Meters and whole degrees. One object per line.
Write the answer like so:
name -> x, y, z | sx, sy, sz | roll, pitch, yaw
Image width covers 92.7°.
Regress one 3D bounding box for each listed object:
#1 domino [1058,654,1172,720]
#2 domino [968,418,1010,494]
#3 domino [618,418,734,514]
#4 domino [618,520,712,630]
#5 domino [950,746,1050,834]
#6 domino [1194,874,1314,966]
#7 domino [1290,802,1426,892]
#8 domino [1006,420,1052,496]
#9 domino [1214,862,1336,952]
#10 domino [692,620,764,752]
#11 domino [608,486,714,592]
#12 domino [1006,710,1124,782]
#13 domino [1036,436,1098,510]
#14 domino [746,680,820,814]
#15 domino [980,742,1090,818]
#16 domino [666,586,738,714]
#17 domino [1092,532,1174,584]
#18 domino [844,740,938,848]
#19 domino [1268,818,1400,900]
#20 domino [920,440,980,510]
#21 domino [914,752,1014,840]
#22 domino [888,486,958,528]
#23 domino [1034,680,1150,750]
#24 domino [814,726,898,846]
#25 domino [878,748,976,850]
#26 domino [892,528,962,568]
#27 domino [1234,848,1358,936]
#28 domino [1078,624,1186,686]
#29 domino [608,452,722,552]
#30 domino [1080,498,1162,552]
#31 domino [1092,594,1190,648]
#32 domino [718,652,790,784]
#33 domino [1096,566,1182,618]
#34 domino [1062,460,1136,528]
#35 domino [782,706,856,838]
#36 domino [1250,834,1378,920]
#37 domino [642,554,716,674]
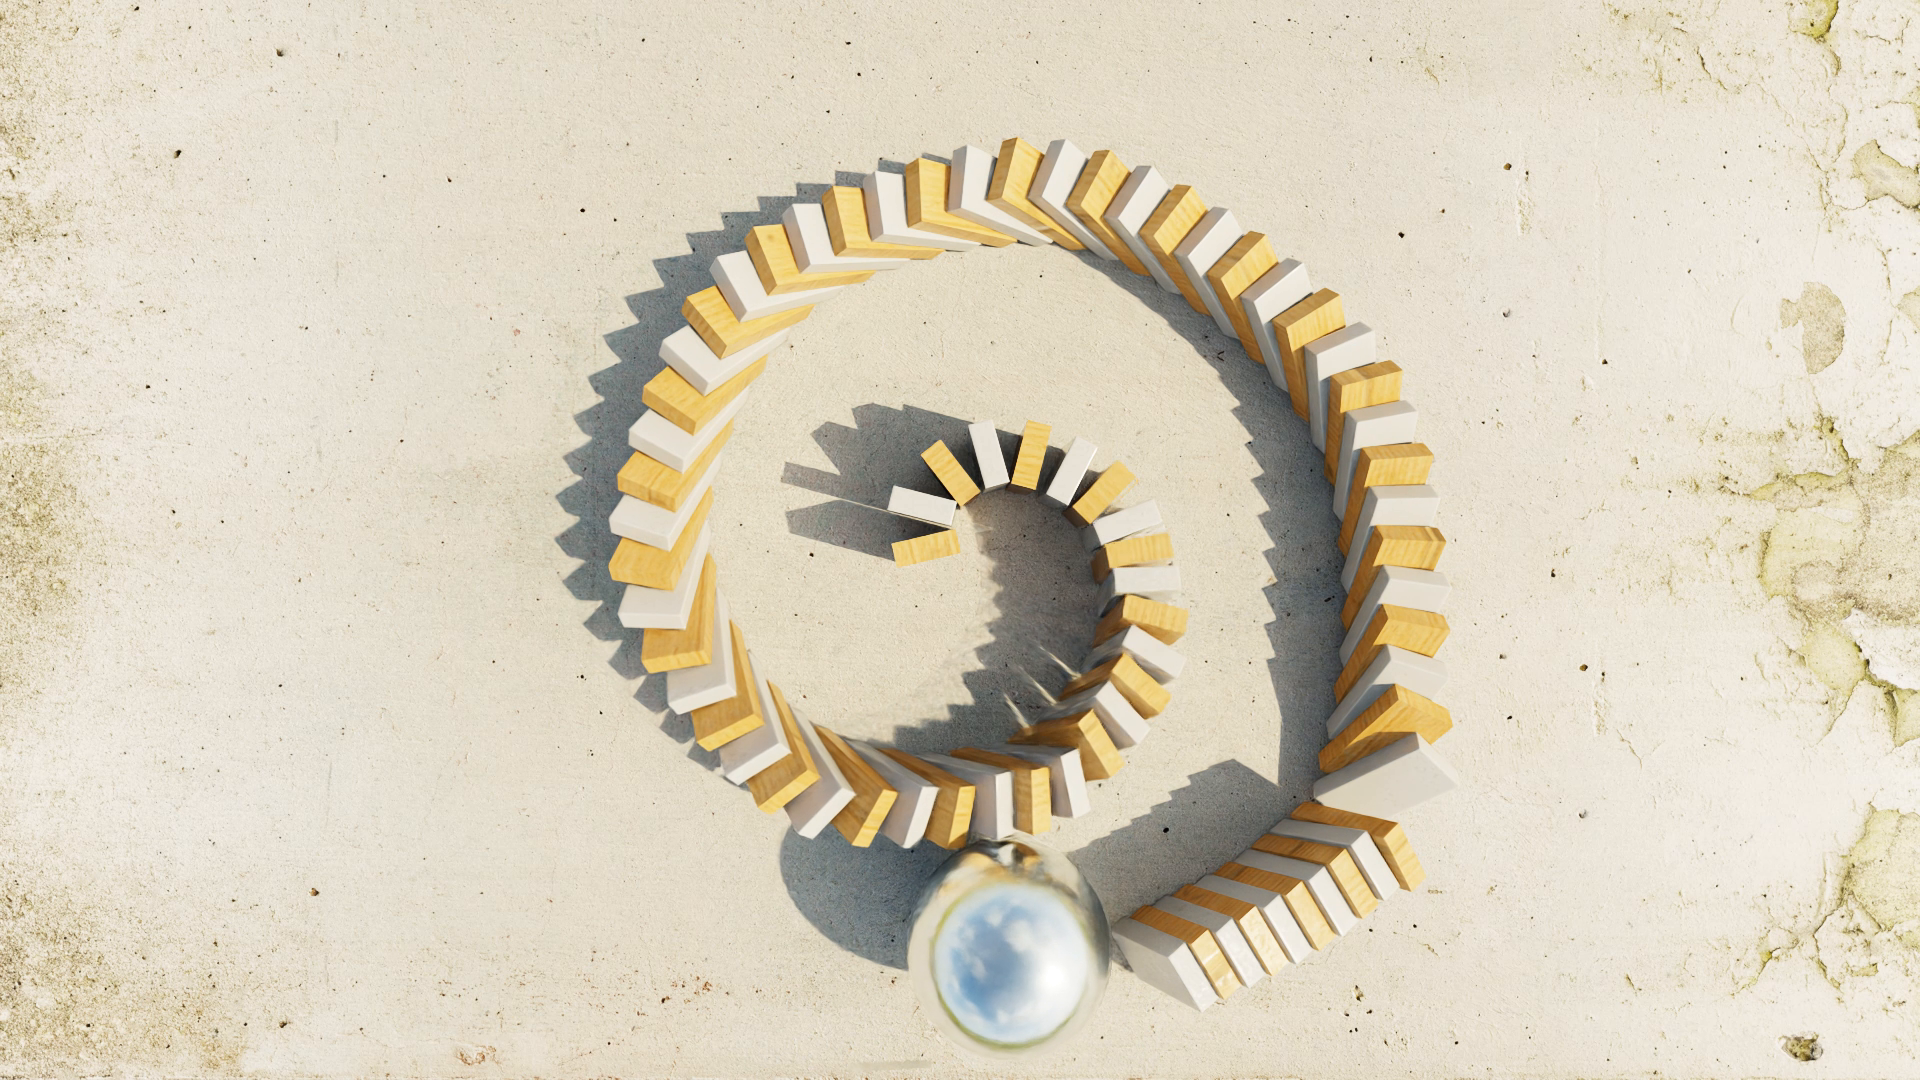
domino -> 0.062, 0.065, 0.376 | 0.025, 0.050, 0.010 | 42, 61, 0
domino -> 0.011, -0.033, 0.375 | 0.009, 0.050, 0.025 | -16, 90, 0
domino -> -0.117, -0.036, 0.381 | 0.025, 0.010, 0.050 | 22, 52, 1
domino -> -0.122, 0.013, 0.380 | 0.025, 0.009, 0.050 | 2, 51, 1
domino -> 0.016, 0.102, 0.378 | 0.010, 0.050, 0.025 | -2, 90, -40
domino -> 0.118, 0.154, 0.375 | 0.009, 0.050, 0.025 | -31, 90, -21
domino -> 0.161, 0.124, 0.374 | 0.009, 0.050, 0.025 | -31, 97, -22
domino -> 0.027, -0.033, 0.375 | 0.010, 0.050, 0.025 | 15, 90, 0
domino -> 0.127, 0.149, 0.375 | 0.009, 0.050, 0.025 | -31, 90, -21
domino -> -0.100, 0.059, 0.380 | 0.025, 0.009, 0.050 | -26, 50, 0
domino -> -0.123, -0.004, 0.380 | 0.025, 0.009, 0.050 | 11, 51, 1
domino -> 0.042, 0.087, 0.377 | 0.010, 0.050, 0.025 | -32, 90, -37
domino -> 0.043, -0.027, 0.375 | 0.009, 0.050, 0.025 | 27, 90, 0
domino -> -0.079, 0.085, 0.380 | 0.025, 0.009, 0.050 | -37, 50, 0
domino -> 0.030, 0.098, 0.378 | 0.010, 0.050, 0.025 | -12, 90, -39
domino -> -0.109, 0.045, 0.381 | 0.025, 0.009, 0.050 | -18, 51, 0
domino -> 0.069, 0.008, 0.375 | 0.025, 0.050, 0.010 | -10, 80, 0
domino -> -0.033, 0.104, 0.380 | 0.050, 0.010, 0.025 | 18, 90, 43
domino -> 0.152, 0.130, 0.375 | 0.010, 0.050, 0.025 | -31, 90, -22
domino -> -0.004, -0.026, 0.375 | 0.009, 0.050, 0.025 | -38, 90, 0
domino -> 0.001, 0.105, 0.379 | 0.010, 0.050, 0.025 | -2, 90, -44
domino -> -0.014, -0.013, 0.375 | 0.025, 0.050, 0.009 | 14, 90, 0
domino -> 0.053, 0.076, 0.377 | 0.025, 0.050, 0.010 | 49, 57, 0
domino -> -0.050, 0.101, 0.380 | 0.050, 0.009, 0.025 | 30, 90, 42
domino -> -0.017, 0.106, 0.379 | 0.050, 0.009, 0.025 | 11, 90, 44
domino -> -0.013, 0.003, 0.375 | 0.025, 0.050, 0.010 | -13, 90, 0
domino -> 0.136, 0.143, 0.375 | 0.010, 0.050, 0.025 | -31, 90, -21
domino -> 0.069, 0.052, 0.375 | 0.025, 0.050, 0.009 | 32, 66, 0
domino -> -0.121, -0.020, 0.381 | 0.025, 0.009, 0.050 | 18, 51, 1
domino -> 0.065, -0.005, 0.375 | 0.025, 0.050, 0.009 | -21, 85, 0
domino -> 0.073, 0.037, 0.375 | 0.025, 0.050, 0.009 | 15, 69, 0
domino -> -0.090, 0.073, 0.380 | 0.025, 0.009, 0.050 | -32, 50, 0
domino -> 0.072, 0.022, 0.375 | 0.025, 0.050, 0.009 | -2, 74, 0
domino -> 0.056, -0.018, 0.375 | 0.009, 0.050, 0.025 | 44, 90, 2
domino -> -0.066, 0.095, 0.380 | 0.025, 0.010, 0.050 | -46, 49, 1
domino -> 0.144, 0.137, 0.375 | 0.009, 0.050, 0.025 | -31, 90, -21
domino -> -0.116, 0.030, 0.380 | 0.025, 0.009, 0.050 | -10, 50, 0
